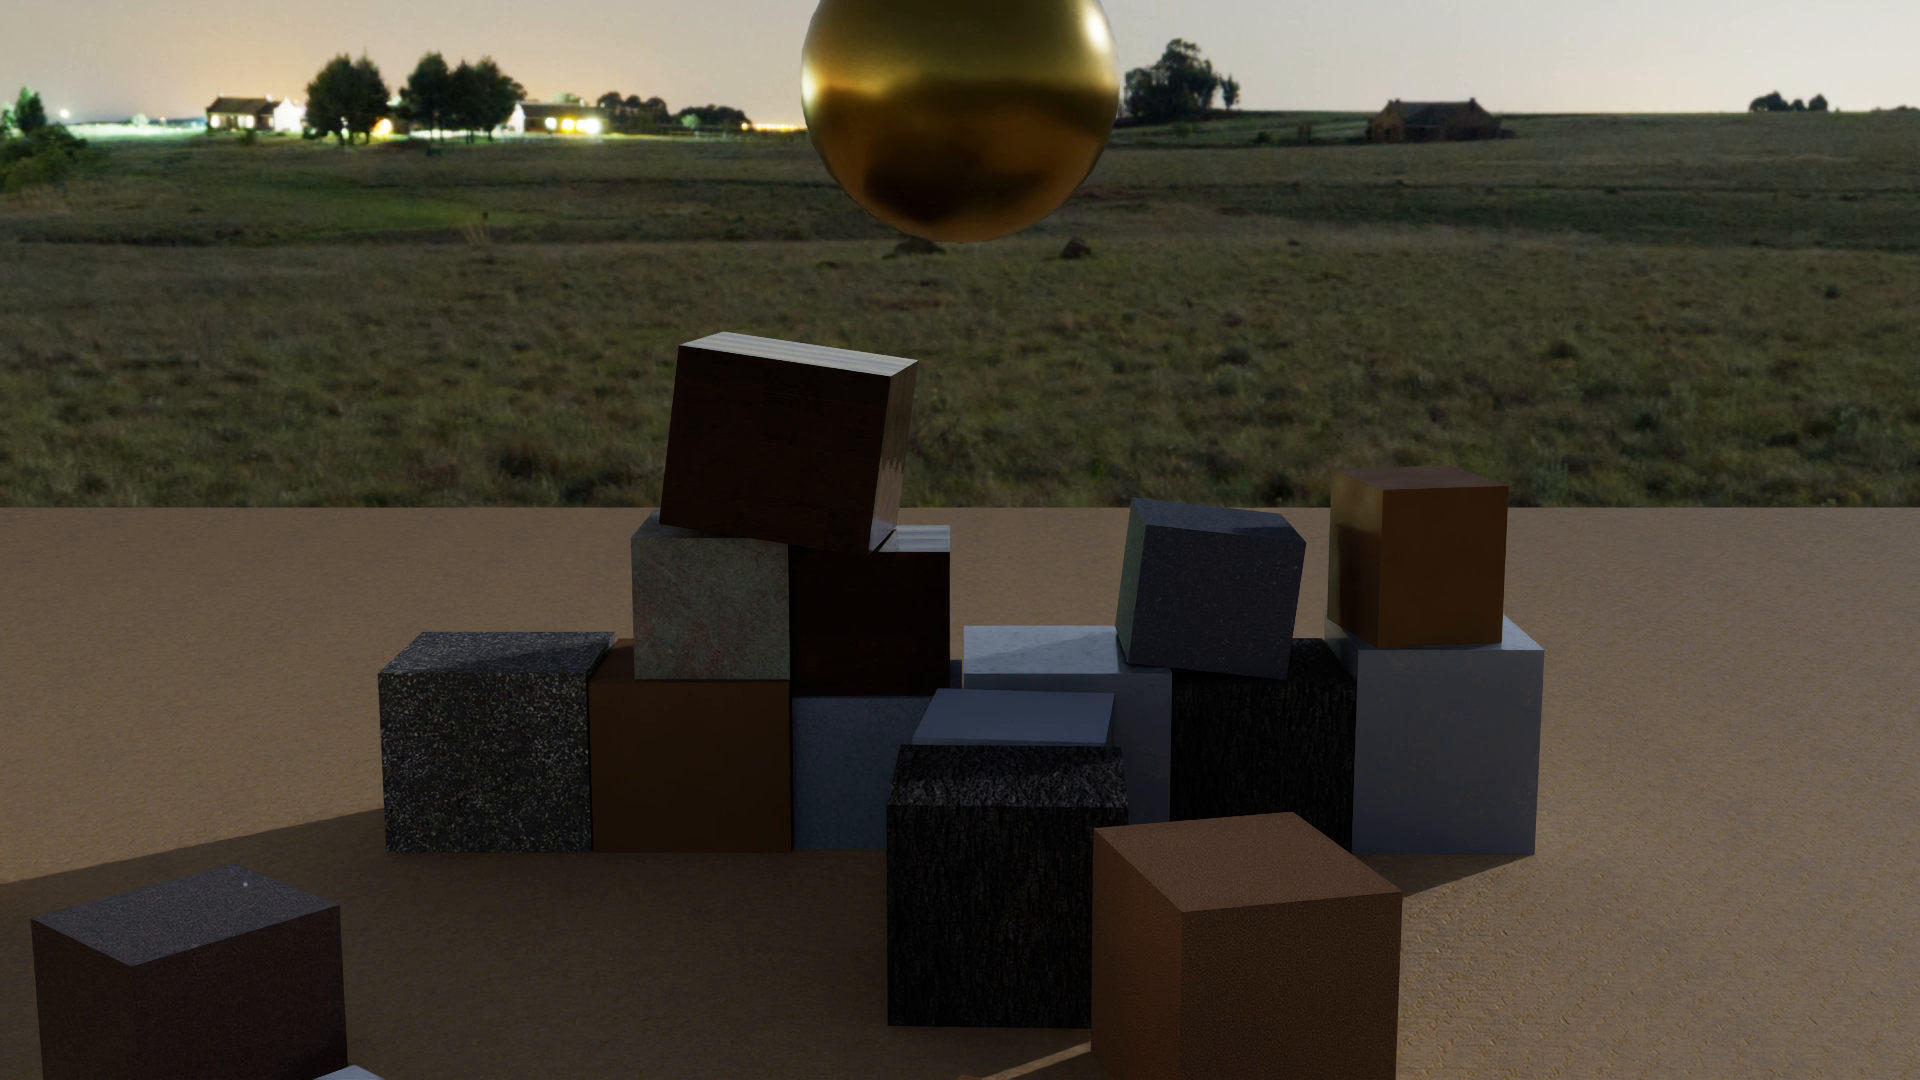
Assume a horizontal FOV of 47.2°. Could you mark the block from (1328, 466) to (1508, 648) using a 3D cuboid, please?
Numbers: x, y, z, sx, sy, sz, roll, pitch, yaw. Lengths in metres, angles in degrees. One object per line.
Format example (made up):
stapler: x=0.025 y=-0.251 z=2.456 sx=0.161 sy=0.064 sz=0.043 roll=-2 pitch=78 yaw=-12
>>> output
block: x=2.302 y=0.072 z=11.123 sx=0.653 sy=0.788 sz=0.699 roll=-2 pitch=10 yaw=-11

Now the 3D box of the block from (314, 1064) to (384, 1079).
block: x=-1.897 y=2.040 z=6.626 sx=0.578 sy=0.615 sz=0.581 roll=9 pitch=14 yaw=41

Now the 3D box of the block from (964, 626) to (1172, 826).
block: x=0.527 y=1.017 z=11.347 sx=1.016 sy=0.939 sz=1.076 roll=0 pitch=10 yaw=0

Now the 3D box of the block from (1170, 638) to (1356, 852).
block: x=1.494 y=1.047 z=11.370 sx=0.895 sy=0.873 sz=1.024 roll=0 pitch=10 yaw=0

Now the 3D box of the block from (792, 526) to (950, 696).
block: x=-0.442 y=0.349 z=11.254 sx=0.781 sy=0.730 sz=0.760 roll=0 pitch=10 yaw=0

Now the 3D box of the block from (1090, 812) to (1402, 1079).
block: x=1.032 y=1.614 z=8.154 sx=0.823 sy=0.906 sz=0.965 roll=-3 pitch=11 yaw=-15

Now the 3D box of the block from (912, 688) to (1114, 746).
block: x=0.264 y=1.247 z=10.159 sx=0.849 sy=0.911 sz=0.881 roll=1 pitch=10 yaw=7

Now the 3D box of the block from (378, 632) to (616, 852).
block: x=-2.352 y=1.025 z=11.350 sx=1.023 sy=0.921 sz=0.925 roll=0 pitch=10 yaw=0

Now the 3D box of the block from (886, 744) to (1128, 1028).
block: x=0.202 y=1.422 z=9.166 sx=0.952 sy=0.922 sz=0.882 roll=0 pitch=10 yaw=2

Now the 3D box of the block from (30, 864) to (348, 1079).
block: x=-2.828 y=1.715 z=8.103 sx=0.722 sy=0.726 sz=0.818 roll=9 pitch=14 yaw=41

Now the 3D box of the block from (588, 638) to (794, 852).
block: x=-1.336 y=1.044 z=11.383 sx=0.987 sy=0.872 sz=0.977 roll=0 pitch=10 yaw=0

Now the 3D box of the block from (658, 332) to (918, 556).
block: x=-0.838 y=-0.503 z=11.011 sx=1.034 sy=0.876 sz=0.952 roll=9 pitch=10 yaw=5

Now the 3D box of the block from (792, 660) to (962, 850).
block: x=-0.411 y=1.094 z=11.376 sx=0.844 sy=0.778 sz=0.834 roll=0 pitch=10 yaw=0

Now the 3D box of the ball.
ball: x=0.000 y=-2.285 z=10.959 sx=1.600 sy=1.600 sz=1.600 roll=0 pitch=10 yaw=0

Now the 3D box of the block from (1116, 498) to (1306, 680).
block: x=1.258 y=0.234 z=11.209 sx=0.791 sy=0.698 sz=0.829 roll=6 pitch=10 yaw=-2

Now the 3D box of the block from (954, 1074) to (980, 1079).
block: x=0.081 y=2.059 z=6.486 sx=0.646 sy=0.628 sz=0.650 roll=7 pitch=13 yaw=36

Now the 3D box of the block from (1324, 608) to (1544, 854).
block: x=2.405 y=0.964 z=11.344 sx=0.912 sy=1.045 sz=0.992 roll=0 pitch=10 yaw=0

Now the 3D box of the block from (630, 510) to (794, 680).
block: x=-1.228 y=0.265 z=11.243 sx=0.768 sy=0.712 sz=0.841 roll=0 pitch=10 yaw=0
